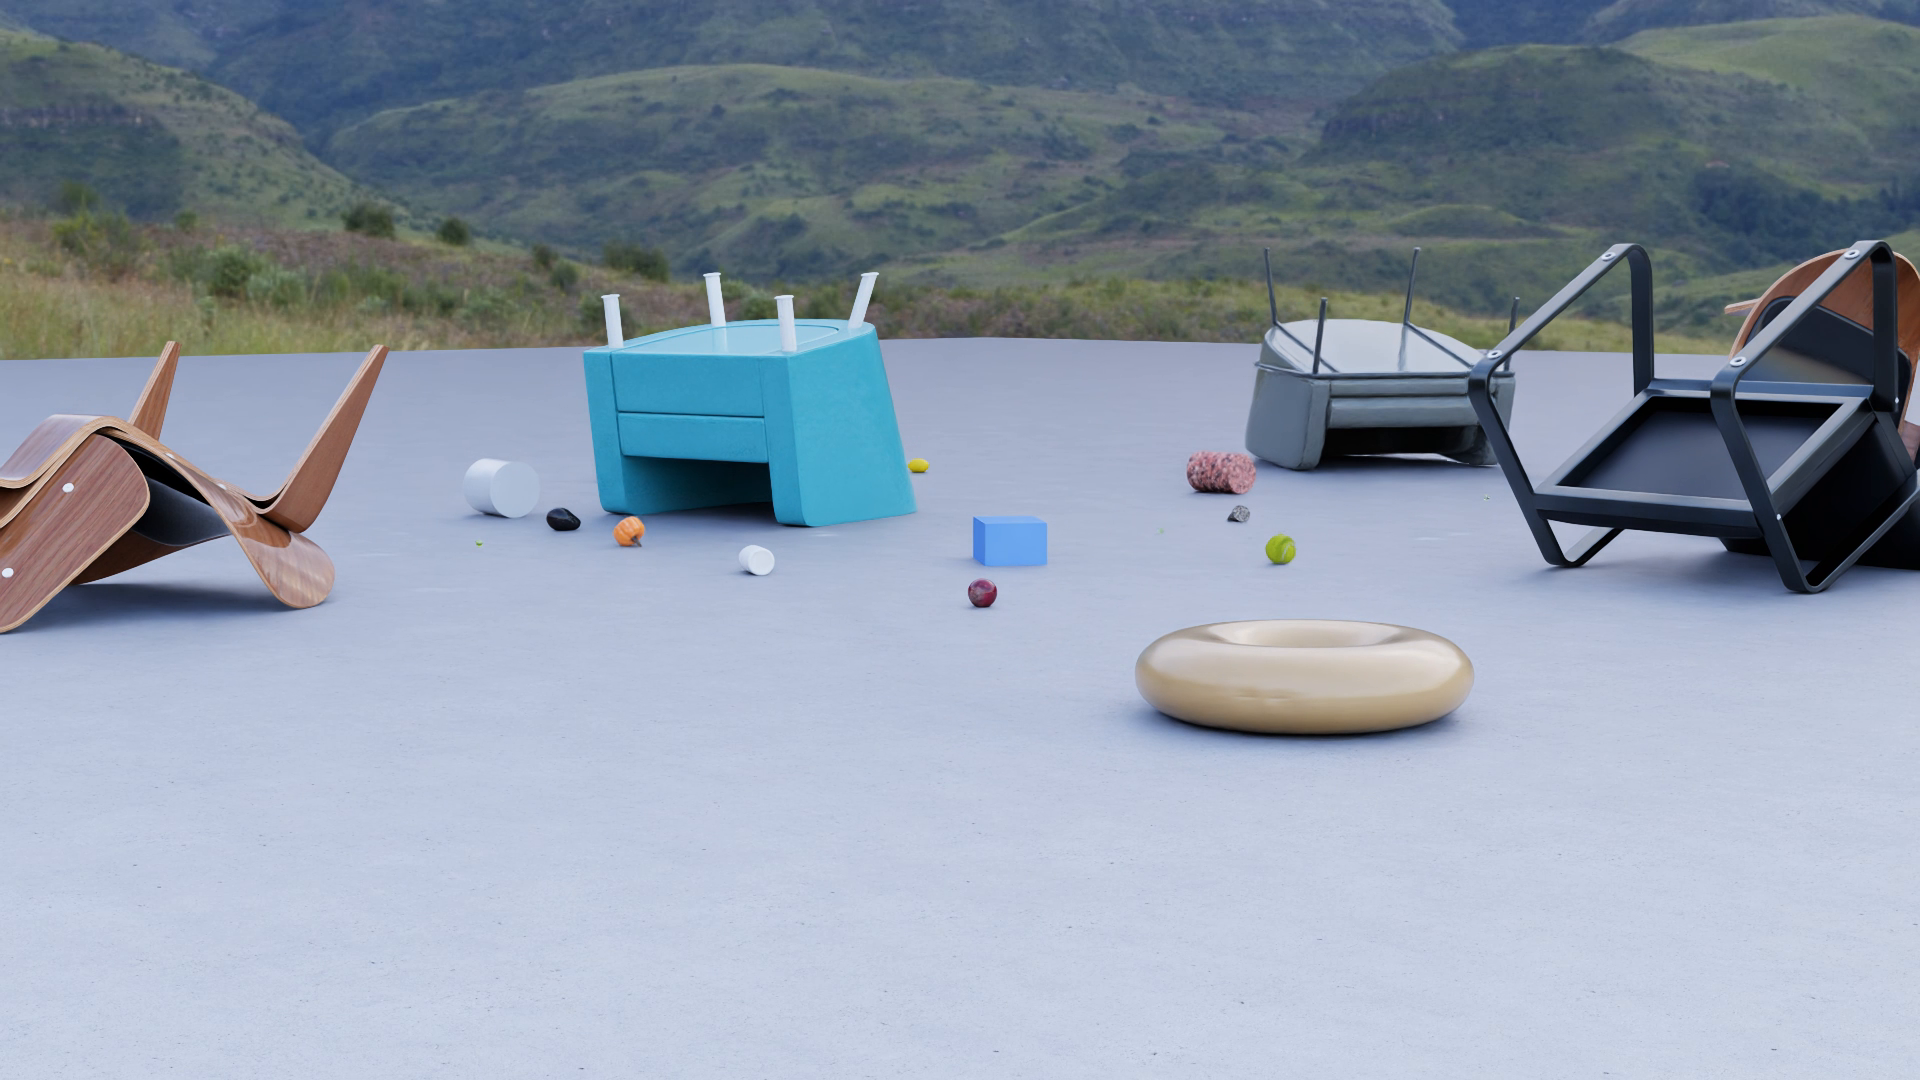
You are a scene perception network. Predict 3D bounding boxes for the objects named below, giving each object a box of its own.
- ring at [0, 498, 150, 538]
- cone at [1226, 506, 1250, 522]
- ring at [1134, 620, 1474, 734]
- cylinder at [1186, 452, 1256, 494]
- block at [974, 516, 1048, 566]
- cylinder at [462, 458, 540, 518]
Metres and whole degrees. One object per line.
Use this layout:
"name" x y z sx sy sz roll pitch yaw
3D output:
"ring" -2.267 -0.057 6.571 0.358 0.082 0.402 -6 9 -41
"cone" 0.738 -0.063 6.915 0.062 0.047 0.063 -7 -11 -39
"ring" 0.516 0.202 3.856 0.506 0.125 0.522 1 5 20
"cylinder" 0.795 -0.205 7.816 0.164 0.120 0.131 6 -10 45
"block" 0.115 0.001 5.934 0.143 0.096 0.181 -1 6 -8
"cylinder" -1.262 -0.144 7.061 0.150 0.155 0.175 19 -6 -35
